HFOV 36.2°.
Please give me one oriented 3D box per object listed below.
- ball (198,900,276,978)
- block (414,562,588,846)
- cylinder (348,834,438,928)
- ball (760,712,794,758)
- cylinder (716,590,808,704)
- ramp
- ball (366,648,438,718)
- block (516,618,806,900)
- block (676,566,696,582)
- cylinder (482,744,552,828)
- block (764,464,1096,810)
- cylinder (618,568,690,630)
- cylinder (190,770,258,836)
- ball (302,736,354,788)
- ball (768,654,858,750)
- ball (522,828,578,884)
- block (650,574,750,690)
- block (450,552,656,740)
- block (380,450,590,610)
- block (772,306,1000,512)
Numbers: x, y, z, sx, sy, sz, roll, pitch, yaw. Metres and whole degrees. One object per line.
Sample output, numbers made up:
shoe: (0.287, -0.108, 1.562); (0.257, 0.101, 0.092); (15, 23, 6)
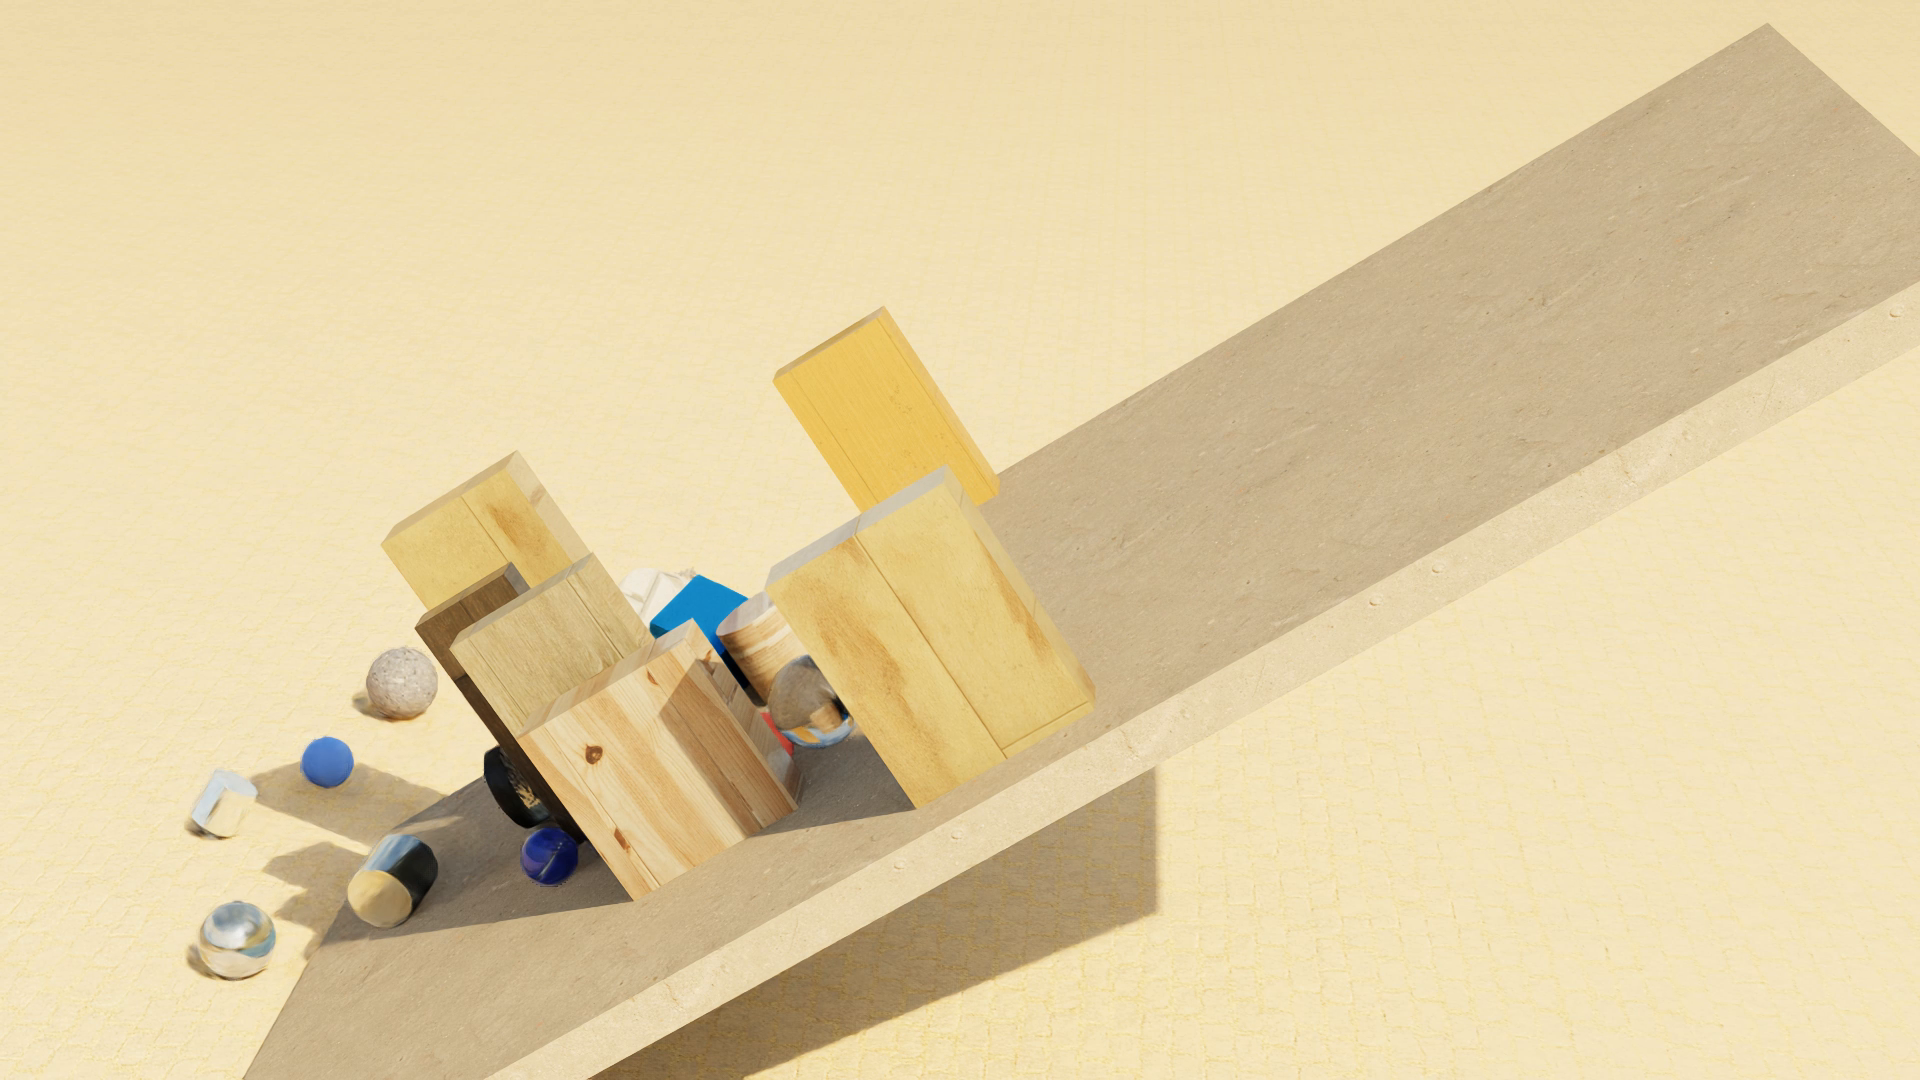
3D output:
ball: (-1.748, 0.966, 7.110); (0.185, 0.185, 0.185); (0, 20, 0)
block: (-0.922, 0.366, 6.509); (0.243, 0.615, 0.081); (-30, 15, 13)
cylinder: (-1.328, 0.799, 6.891); (0.160, 0.160, 0.160); (5, 29, 13)
ball: (-0.420, 0.432, 6.169); (0.144, 0.144, 0.144); (0, 20, 0)
cylinder: (-0.418, 0.236, 6.676); (0.197, 0.197, 0.197); (-31, 15, 9)
ramp: (0.140, 0.170, 6.292); (4.000, 0.100, 2.000); (-30, 15, 13)
ball: (-1.629, 0.418, 8.593); (0.207, 0.207, 0.207); (0, 20, 0)
block: (-0.603, 0.447, 5.971); (0.407, 0.418, 0.136); (-30, 15, 13)
block: (-0.907, 0.176, 9.315); (0.127, 0.127, 0.127); (-18, 3, 43)
cylinder: (-0.966, 0.532, 6.875); (0.210, 0.210, 0.210); (-30, 15, 14)
block: (-0.052, 0.182, 5.452); (0.390, 0.518, 0.114); (-30, 15, 13)
cylinder: (-0.712, 0.151, 6.938); (0.156, 0.156, 0.156); (8, -5, 20)
cylinder: (-1.964, 0.701, 7.850); (0.129, 0.129, 0.129); (31, 10, -6)
ball: (-1.751, 0.615, 8.143); (0.141, 0.141, 0.141); (0, 20, 0)
ball: (-0.298, 0.333, 6.098); (0.200, 0.200, 0.200); (0, 20, 0)
ball: (-0.892, 0.687, 6.398); (0.125, 0.125, 0.125); (0, 20, 0)
block: (-0.585, 0.243, 6.850); (0.195, 0.195, 0.195); (24, 46, 21)
block: (-0.748, 0.366, 6.174); (0.346, 0.601, 0.094); (-30, 15, 13)
block: (-0.991, 0.197, 6.943); (0.361, 0.739, 0.140); (-30, 15, 13)
block: (-0.175, -0.260, 7.091); (0.311, 0.520, 0.096); (-30, 15, 13)
